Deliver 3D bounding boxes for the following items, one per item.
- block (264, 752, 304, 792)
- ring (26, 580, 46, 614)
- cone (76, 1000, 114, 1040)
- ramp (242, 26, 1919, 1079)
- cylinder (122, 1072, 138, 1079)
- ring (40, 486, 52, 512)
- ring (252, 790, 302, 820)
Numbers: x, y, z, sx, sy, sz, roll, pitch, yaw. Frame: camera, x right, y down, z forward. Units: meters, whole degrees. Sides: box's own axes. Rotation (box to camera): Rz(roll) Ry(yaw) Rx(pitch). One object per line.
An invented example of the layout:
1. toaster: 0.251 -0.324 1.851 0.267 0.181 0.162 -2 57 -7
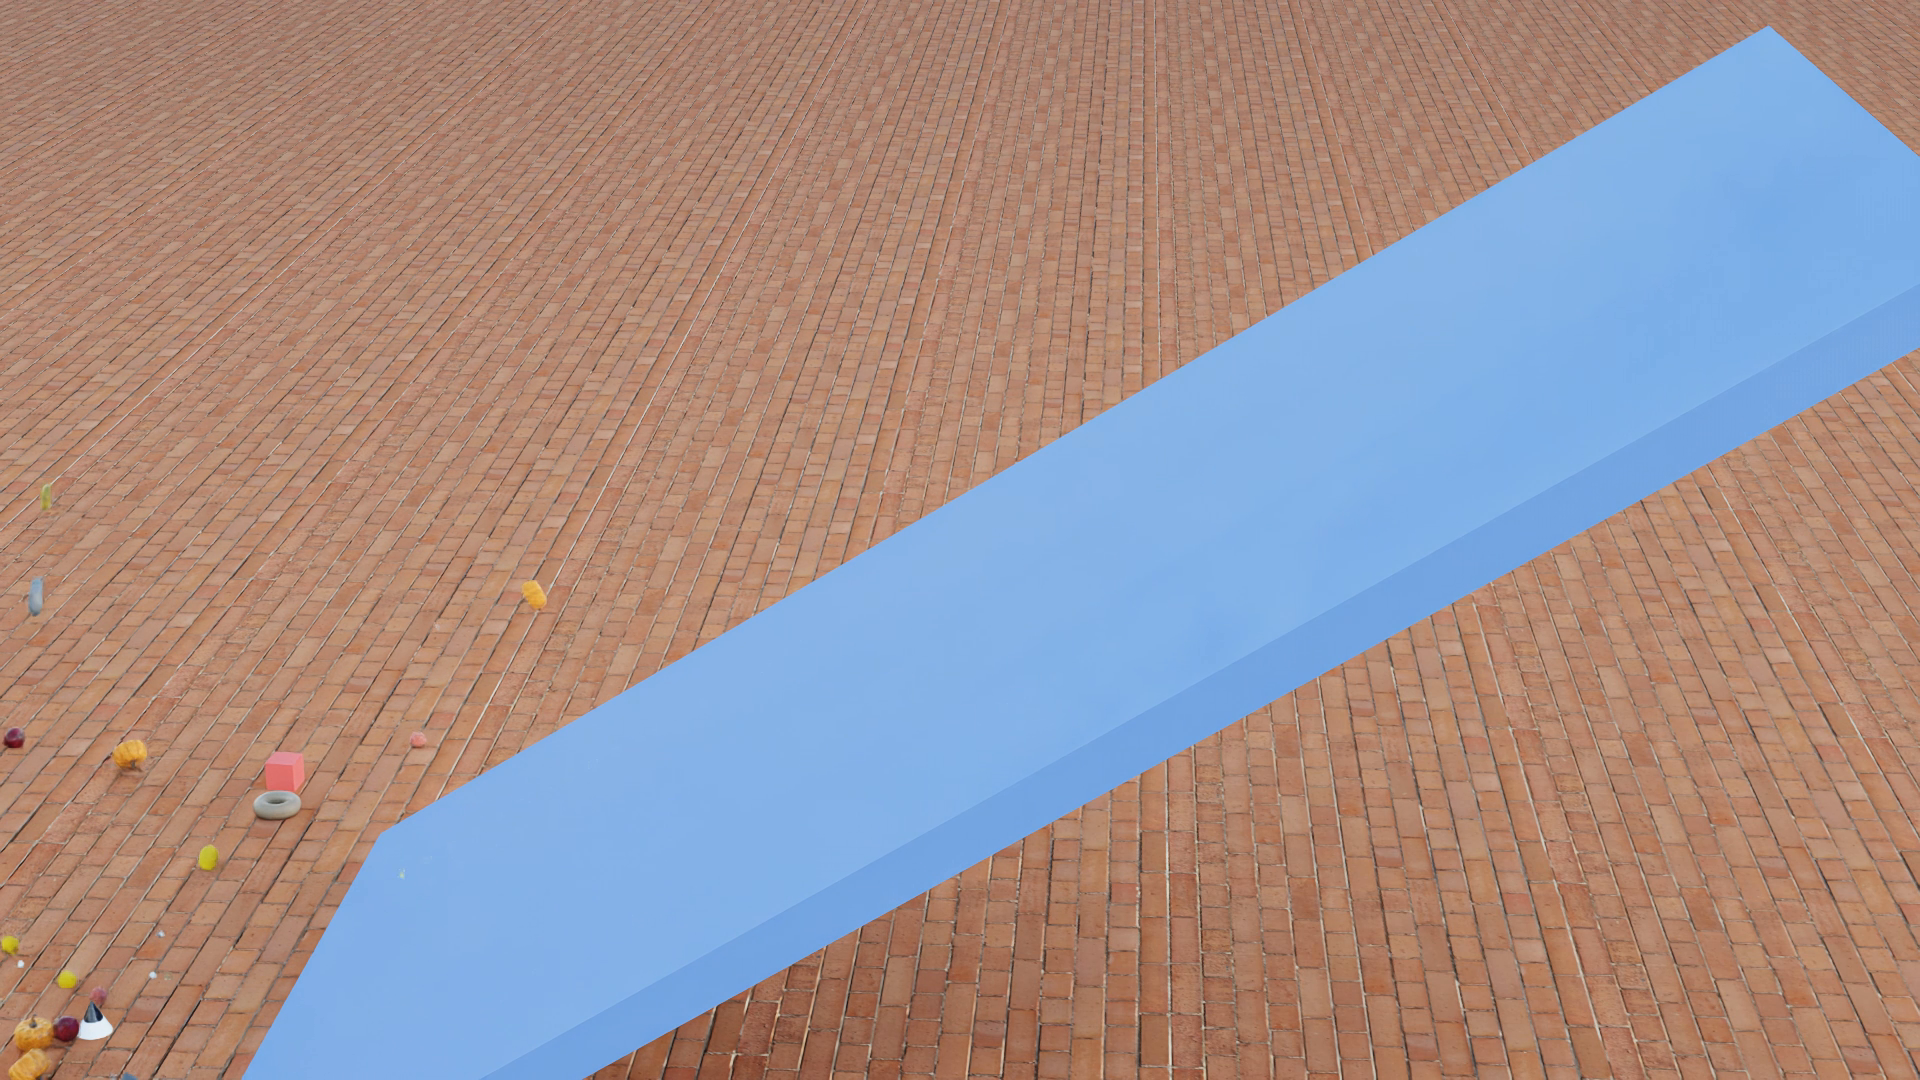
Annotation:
1. block: -1.871 0.642 8.151 0.080 0.080 0.080 3 20 8
2. ring: -2.946 0.182 9.377 0.039 0.118 0.118 14 16 -16
3. cone: -2.020 1.108 6.853 0.082 0.082 0.082 0 20 0
4. ramp: 0.141 0.169 6.292 4.000 0.100 2.000 -30 15 13
5. cylinder: -1.838 1.220 6.521 0.059 0.059 0.059 31 20 -4
6. ring: -3.208 -0.147 10.321 0.031 0.093 0.093 6 17 -21
7. ring: -1.855 0.720 7.989 0.129 0.043 0.129 1 21 0
